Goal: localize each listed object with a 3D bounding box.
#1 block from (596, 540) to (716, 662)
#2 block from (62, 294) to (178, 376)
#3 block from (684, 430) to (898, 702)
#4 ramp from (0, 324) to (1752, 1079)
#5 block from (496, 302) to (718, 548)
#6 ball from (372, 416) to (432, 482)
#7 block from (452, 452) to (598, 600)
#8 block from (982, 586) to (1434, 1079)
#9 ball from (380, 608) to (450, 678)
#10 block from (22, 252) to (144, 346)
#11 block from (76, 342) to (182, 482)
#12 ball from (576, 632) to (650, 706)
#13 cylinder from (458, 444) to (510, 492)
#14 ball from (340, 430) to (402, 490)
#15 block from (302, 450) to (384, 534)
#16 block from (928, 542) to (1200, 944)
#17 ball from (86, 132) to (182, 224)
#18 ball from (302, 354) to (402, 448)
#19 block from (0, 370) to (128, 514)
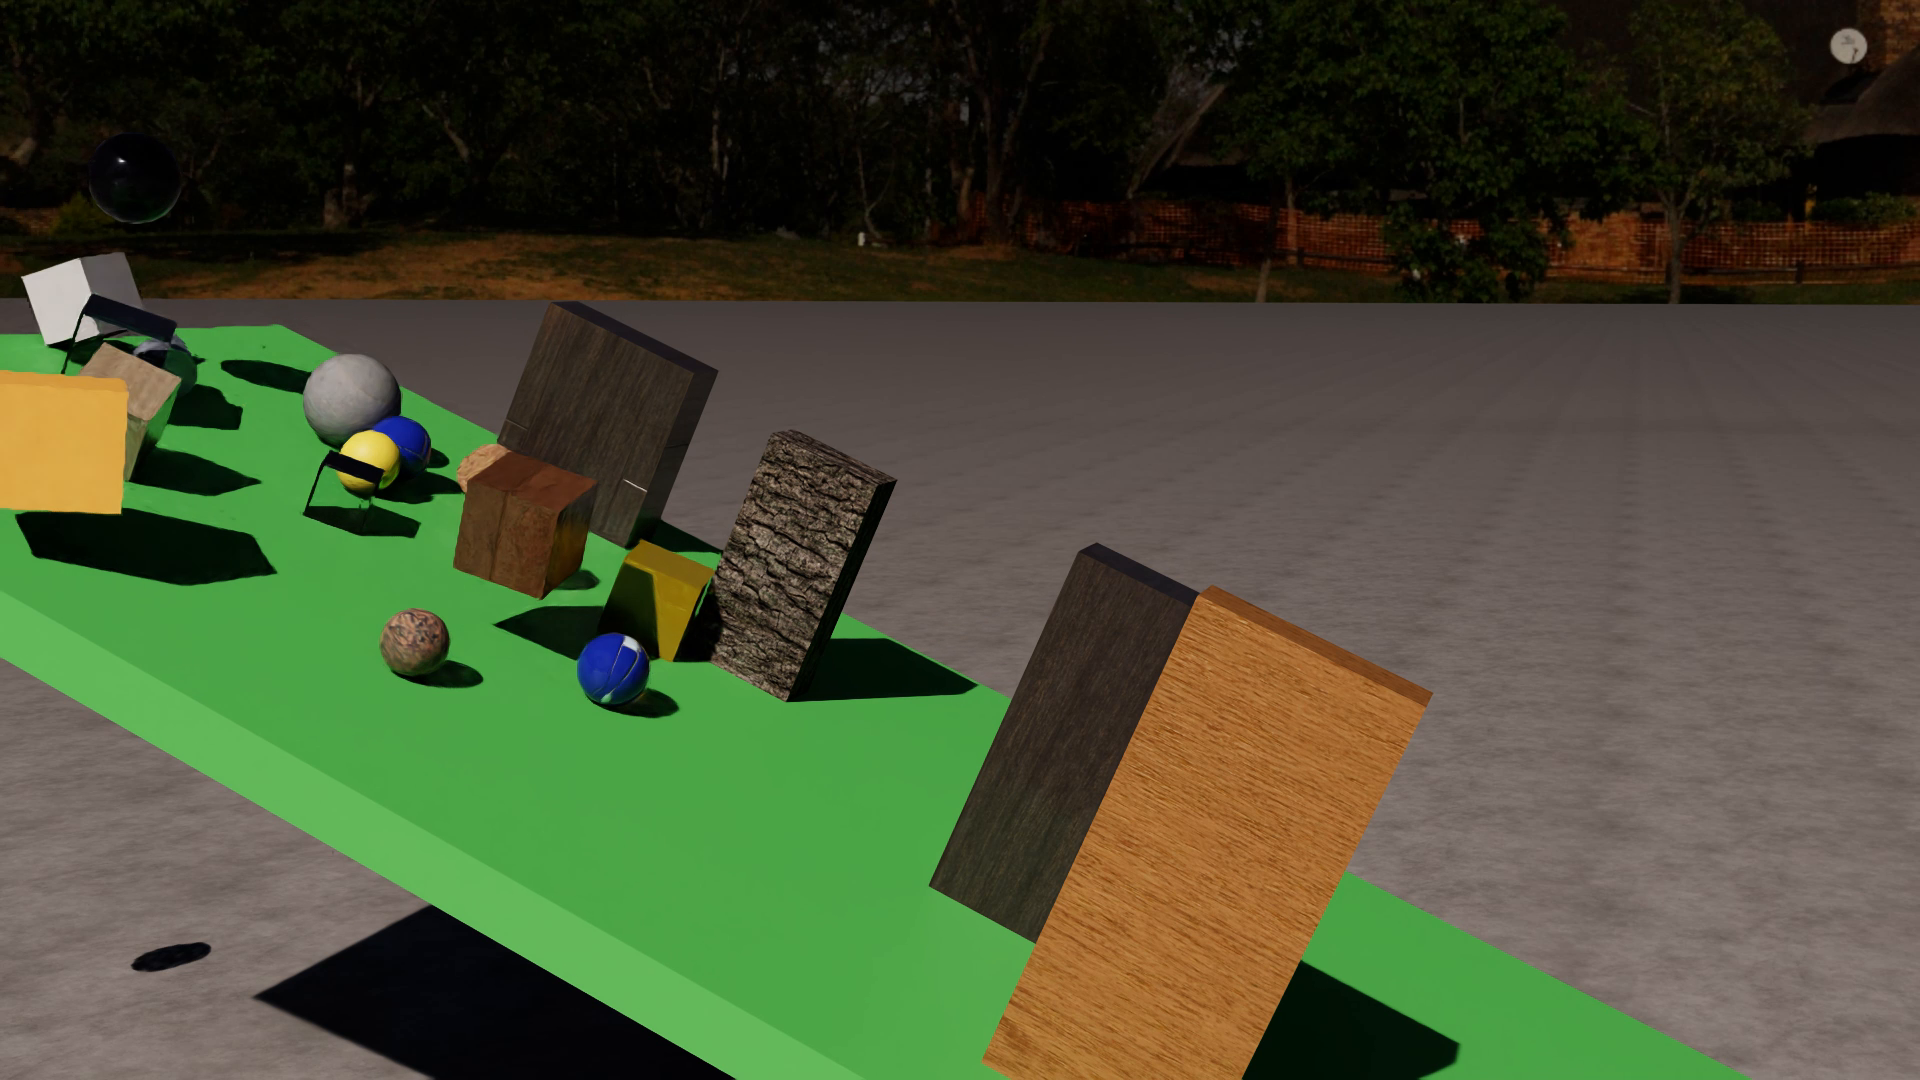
[{"bbox_3d":[-0.614,0.122,4.454,0.165,0.165,0.165,23,13,-1],"label":"block"},{"bbox_3d":[-1.719,-0.372,4.487,0.176,0.176,0.176,19,14,-20],"label":"block"},{"bbox_3d":[-0.346,0.050,4.480,0.244,0.488,0.125,26,13,13],"label":"block"},{"bbox_3d":[-0.280,0.485,4.179,4.000,0.100,2.000,26,13,13],"label":"ramp"},{"bbox_3d":[-0.821,-0.266,5.026,0.384,0.437,0.138,26,13,13],"label":"block"},{"bbox_3d":[-1.210,-0.196,4.738,0.141,0.141,0.141,0,7,0],"label":"ball"},{"bbox_3d":[-0.803,-0.029,4.070,0.180,0.180,0.180,19,23,8],"label":"block"},{"bbox_3d":[0.355,0.503,3.232,0.353,0.792,0.111,26,13,13],"label":"block"},{"bbox_3d":[-0.938,0.177,3.785,0.119,0.119,0.119,0,7,0],"label":"ball"},{"bbox_3d":[-1.867,-0.516,4.693,0.151,0.151,0.151,-14,8,18],"label":"block"},{"bbox_3d":[-1.580,-0.239,4.118,0.154,0.154,0.154,26,35,-11],"label":"block"},{"bbox_3d":[-0.636,0.237,4.033,0.134,0.134,0.134,0,7,0],"label":"ball"},{"bbox_3d":[-1.054,-0.153,4.904,0.108,0.108,0.108,0,13,2],"label":"cylinder"},{"bbox_3d":[-1.235,-0.165,4.607,0.128,0.128,0.128,0,7,0],"label":"ball"},{"bbox_3d":[-1.226,-0.095,4.378,0.112,0.112,0.112,21,13,-12],"label":"block"},{"bbox_3d":[0.232,0.376,3.814,0.321,0.659,0.134,26,13,13],"label":"block"},{"bbox_3d":[-1.727,-0.758,4.602,0.189,0.189,0.189,0,7,0],"label":"ball"},{"bbox_3d":[-1.329,-0.304,4.810,0.209,0.209,0.209,0,7,0],"label":"ball"},{"bbox_3d":[-1.490,-0.163,3.635,0.201,0.201,0.201,3,9,-23],"label":"block"}]
